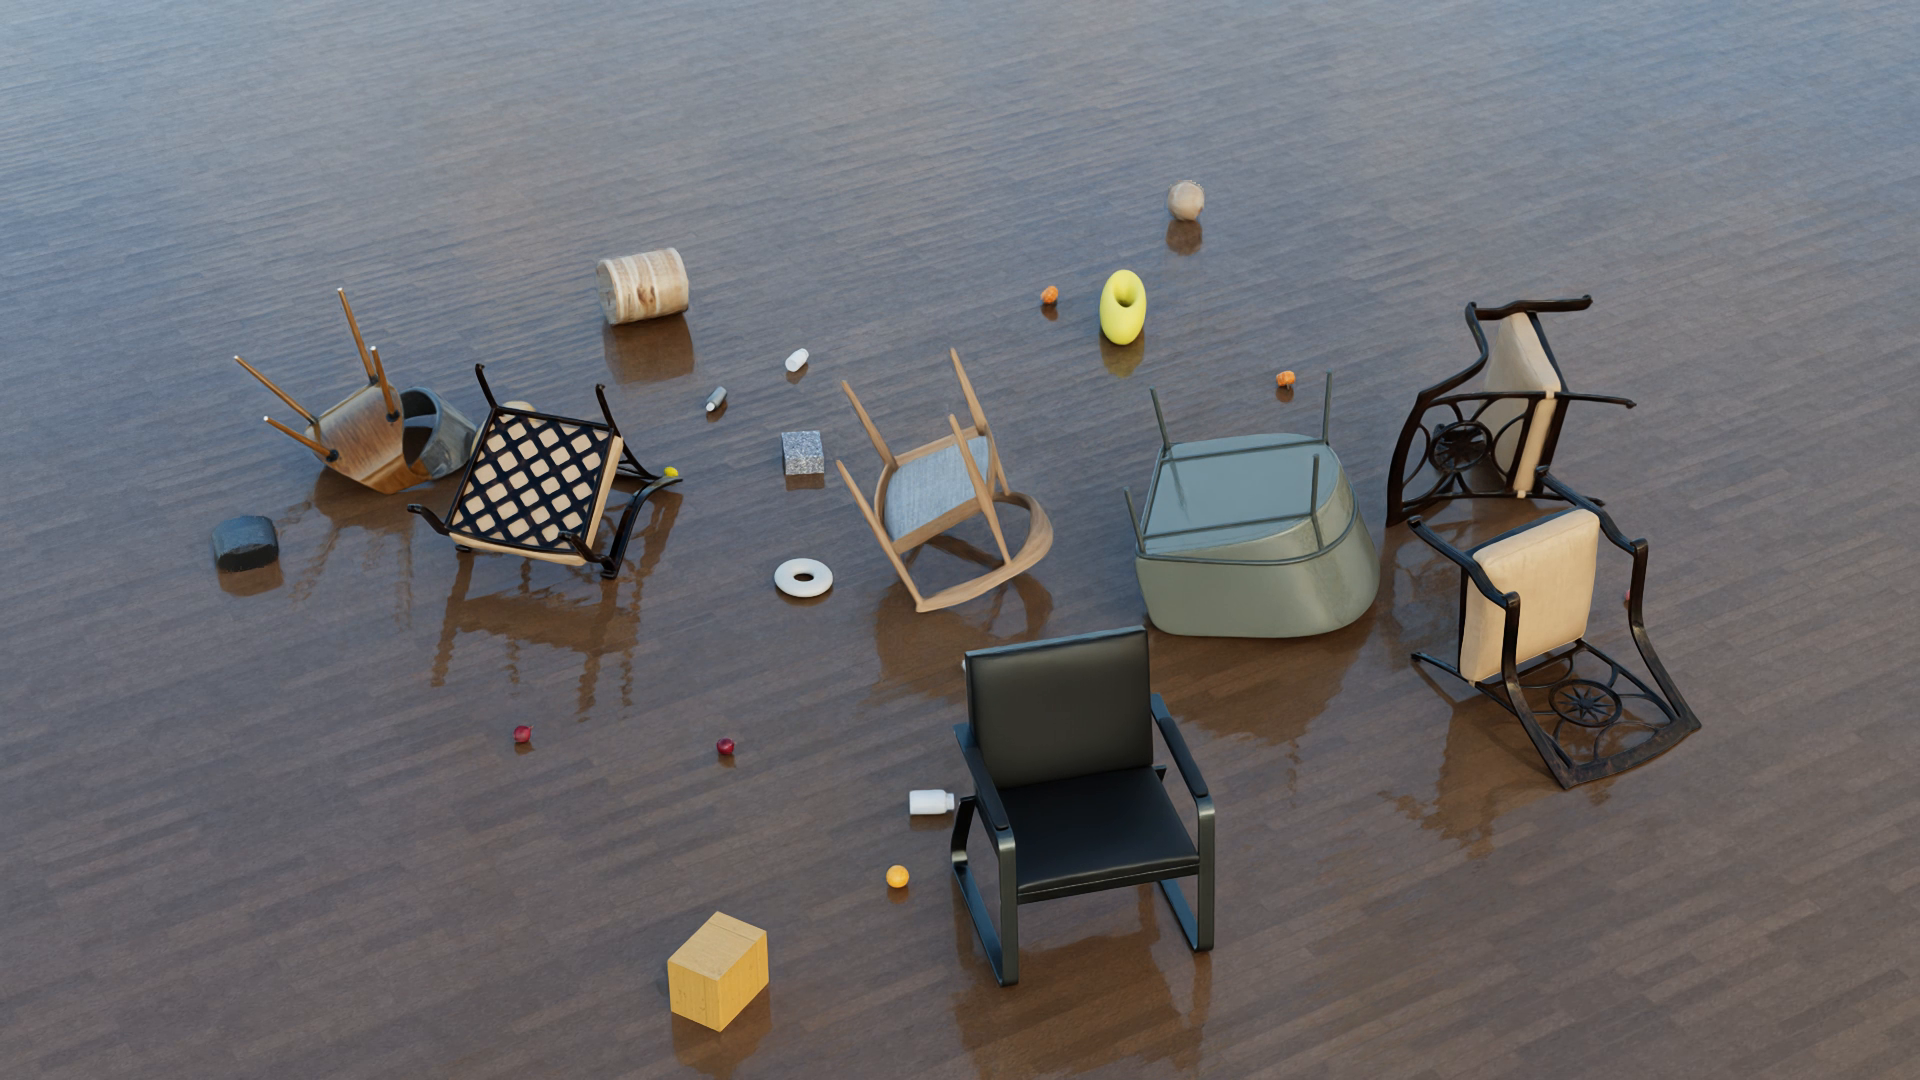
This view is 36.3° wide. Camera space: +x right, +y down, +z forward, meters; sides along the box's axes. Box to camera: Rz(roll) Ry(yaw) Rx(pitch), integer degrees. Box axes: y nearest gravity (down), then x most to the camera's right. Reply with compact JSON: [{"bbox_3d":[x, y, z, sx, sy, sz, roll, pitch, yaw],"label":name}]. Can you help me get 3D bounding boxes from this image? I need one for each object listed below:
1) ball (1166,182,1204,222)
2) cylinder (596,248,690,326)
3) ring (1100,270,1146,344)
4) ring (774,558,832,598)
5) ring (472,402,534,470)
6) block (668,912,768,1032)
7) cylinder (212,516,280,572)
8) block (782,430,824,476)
[{"bbox_3d":[1.006,-1.509,13.078,0.172,0.172,0.172,0,33,0],"label":"ball"},{"bbox_3d":[-1.331,-1.063,12.302,0.312,0.273,0.314,-13,8,-18],"label":"cylinder"},{"bbox_3d":[0.682,-0.976,12.281,0.194,0.159,0.465,7,36,-1],"label":"ring"},{"bbox_3d":[-0.570,0.137,10.695,0.211,0.046,0.230,-14,37,-21],"label":"ring"},{"bbox_3d":[-1.782,-0.409,11.431,0.147,0.150,0.435,1,35,16],"label":"ring"},{"bbox_3d":[-0.724,1.294,8.797,0.179,0.202,0.258,18,38,25],"label":"block"},{"bbox_3d":[-2.640,0.012,10.825,0.228,0.110,0.197,-13,36,-13],"label":"cylinder"},{"bbox_3d":[-0.612,-0.340,11.393,0.147,0.074,0.196,-4,34,-6],"label":"block"}]
